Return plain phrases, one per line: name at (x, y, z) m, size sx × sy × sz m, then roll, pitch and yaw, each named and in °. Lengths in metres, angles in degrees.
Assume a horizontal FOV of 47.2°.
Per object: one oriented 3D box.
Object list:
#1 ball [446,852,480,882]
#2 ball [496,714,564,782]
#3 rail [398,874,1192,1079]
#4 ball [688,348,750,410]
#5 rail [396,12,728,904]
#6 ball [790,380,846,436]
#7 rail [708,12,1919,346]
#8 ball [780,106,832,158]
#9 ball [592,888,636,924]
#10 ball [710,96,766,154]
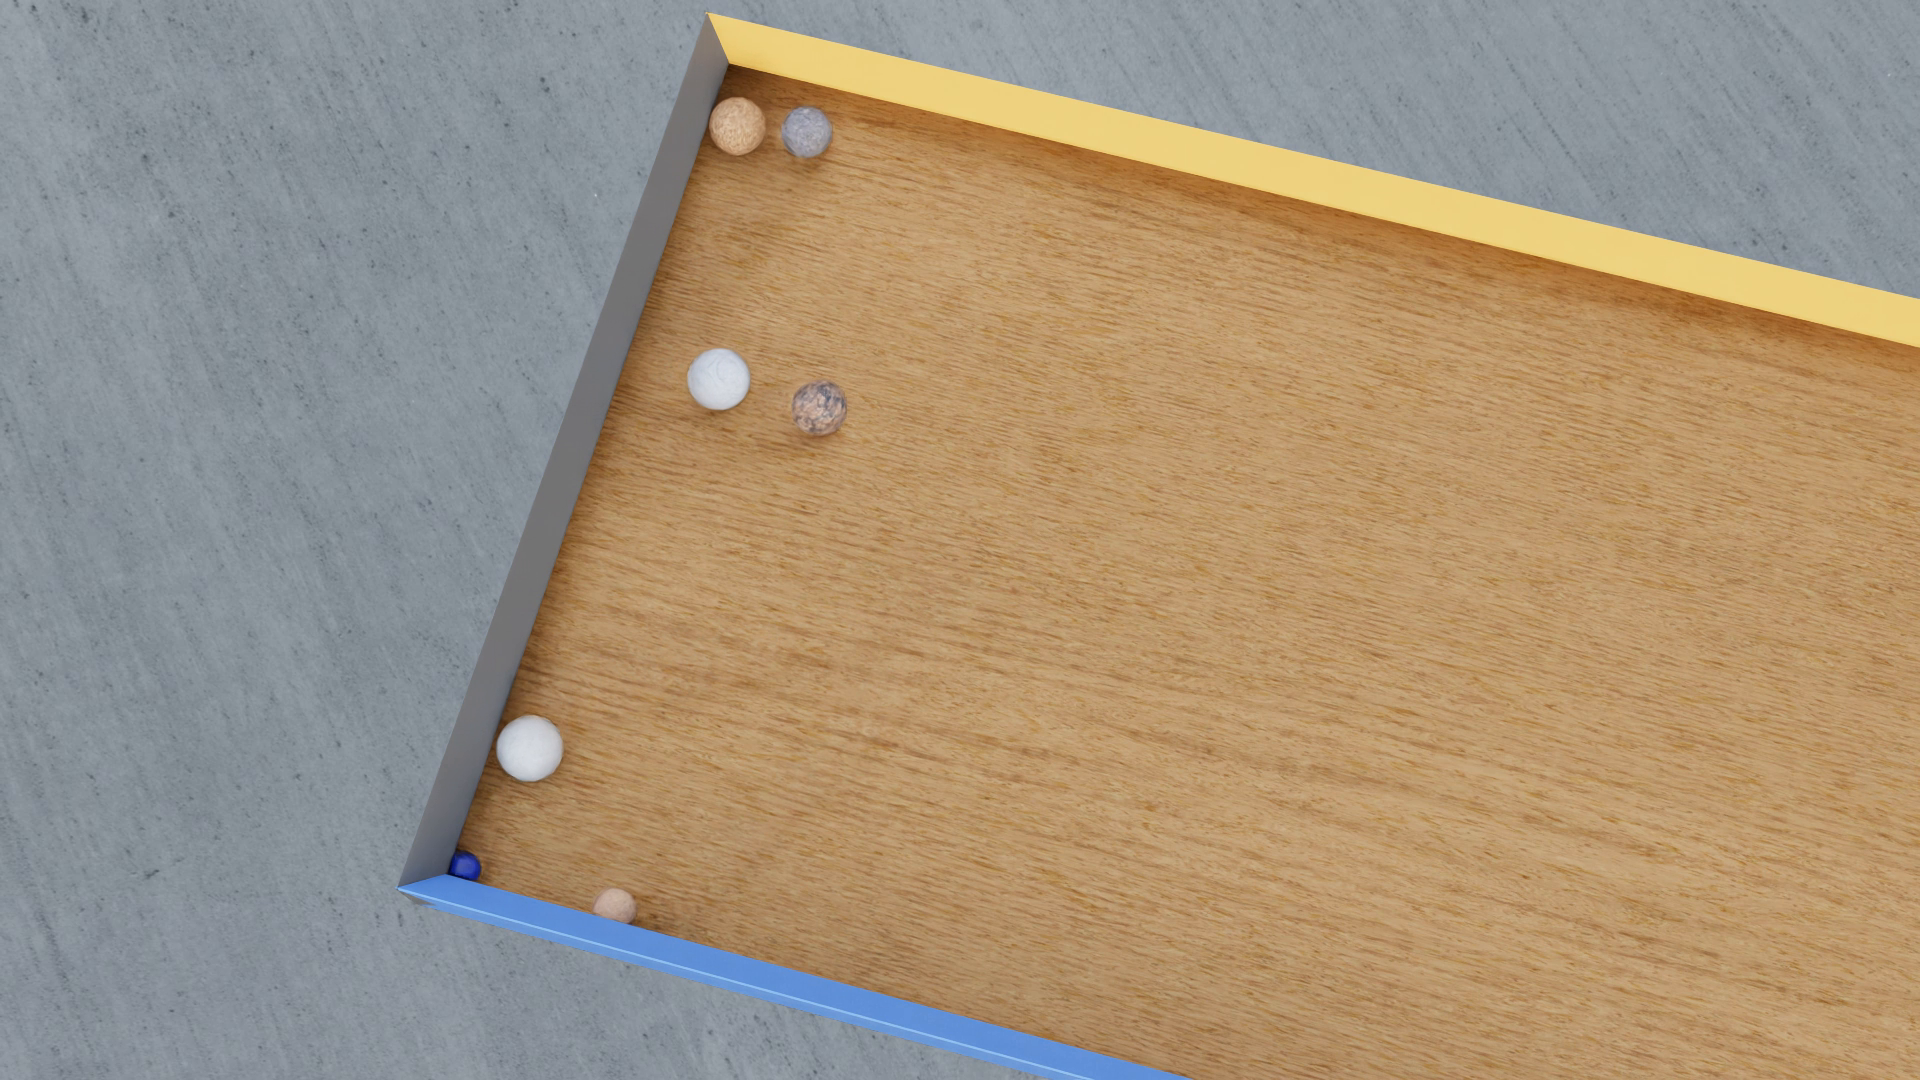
ball at (-0.738, 0.488, 3.261) m, size 0.053 × 0.053 × 0.053 m, roll 0°, pitch 71°, yaw 0°
ball at (-0.644, 0.312, 3.297) m, size 0.099 × 0.099 × 0.099 m, roll 0°, pitch 71°, yaw 0°
rail at (0.424, 0.812, 3.108) m, size 2.541 × 0.129 × 0.045 m, roll 14°, pitch 72°, yaw 5°
ball at (-0.383, -0.255, 3.492) m, size 0.099 × 0.099 × 0.099 m, roll 0°, pitch 71°, yaw 0°
rail at (-0.590, -0.159, 3.442) m, size 0.045 × 0.129 × 1.501 m, roll 14°, pitch 72°, yaw 5°
ball at (-0.224, -0.209, 3.482) m, size 0.088 × 0.088 × 0.088 m, roll 0°, pitch 71°, yaw 0°
rail at (0.803, -0.514, 3.565) m, size 2.541 × 0.129 × 0.045 m, roll 14°, pitch 72°, yaw 5°
ball at (-0.255, -0.675, 3.644) m, size 0.084 × 0.084 × 0.084 m, roll 0°, pitch 71°, yaw 0°
ball at (-0.508, 0.544, 3.235) m, size 0.065 × 0.065 × 0.065 m, roll 0°, pitch 71°, yaw 0°
ball at (-0.368, -0.686, 3.643) m, size 0.094 × 0.094 × 0.094 m, roll 0°, pitch 71°, yaw 0°
